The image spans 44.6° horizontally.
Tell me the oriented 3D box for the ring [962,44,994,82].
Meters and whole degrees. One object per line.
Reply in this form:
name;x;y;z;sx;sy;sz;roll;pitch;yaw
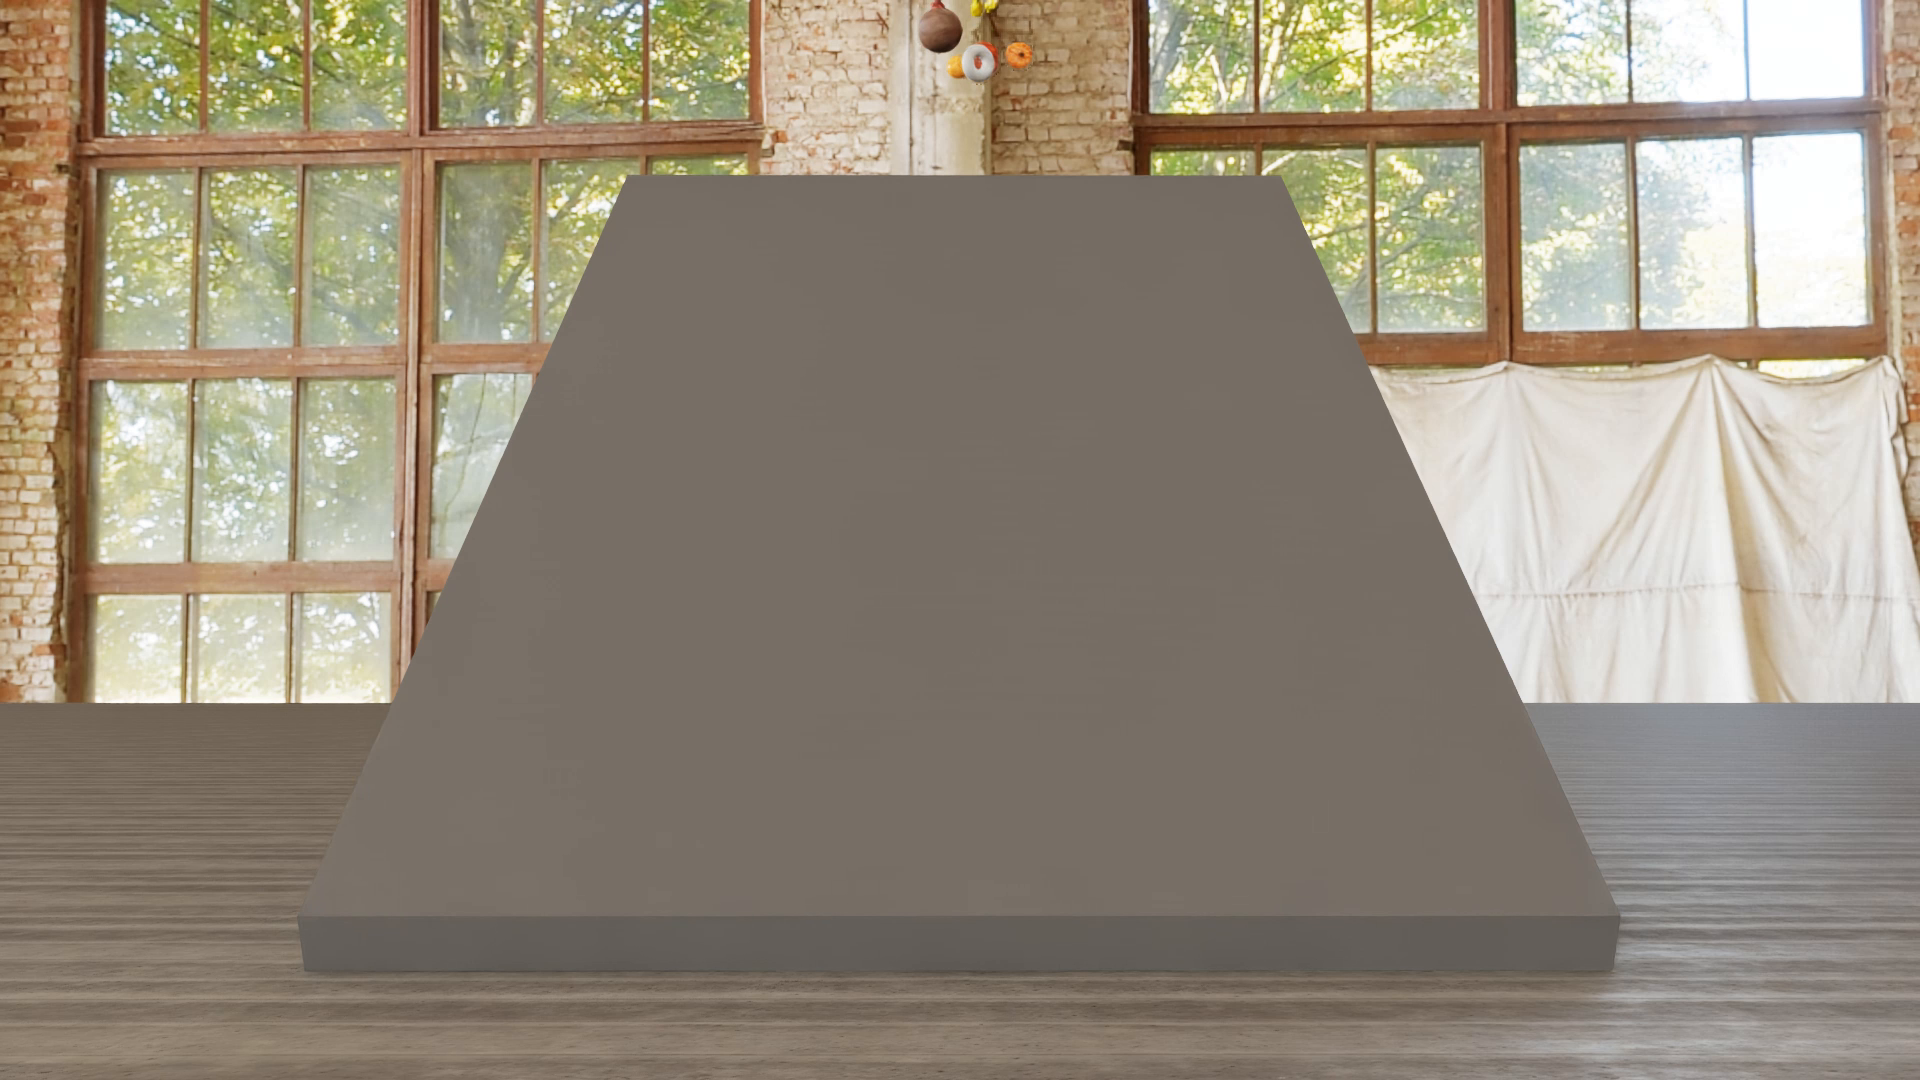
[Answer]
ring;0.052;-1.365;6.700;0.109;0.109;0.036;3;6;-38

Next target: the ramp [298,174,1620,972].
ramp;-0.009;-0.229;5.370;2.000;0.100;4.000;0;25;0
